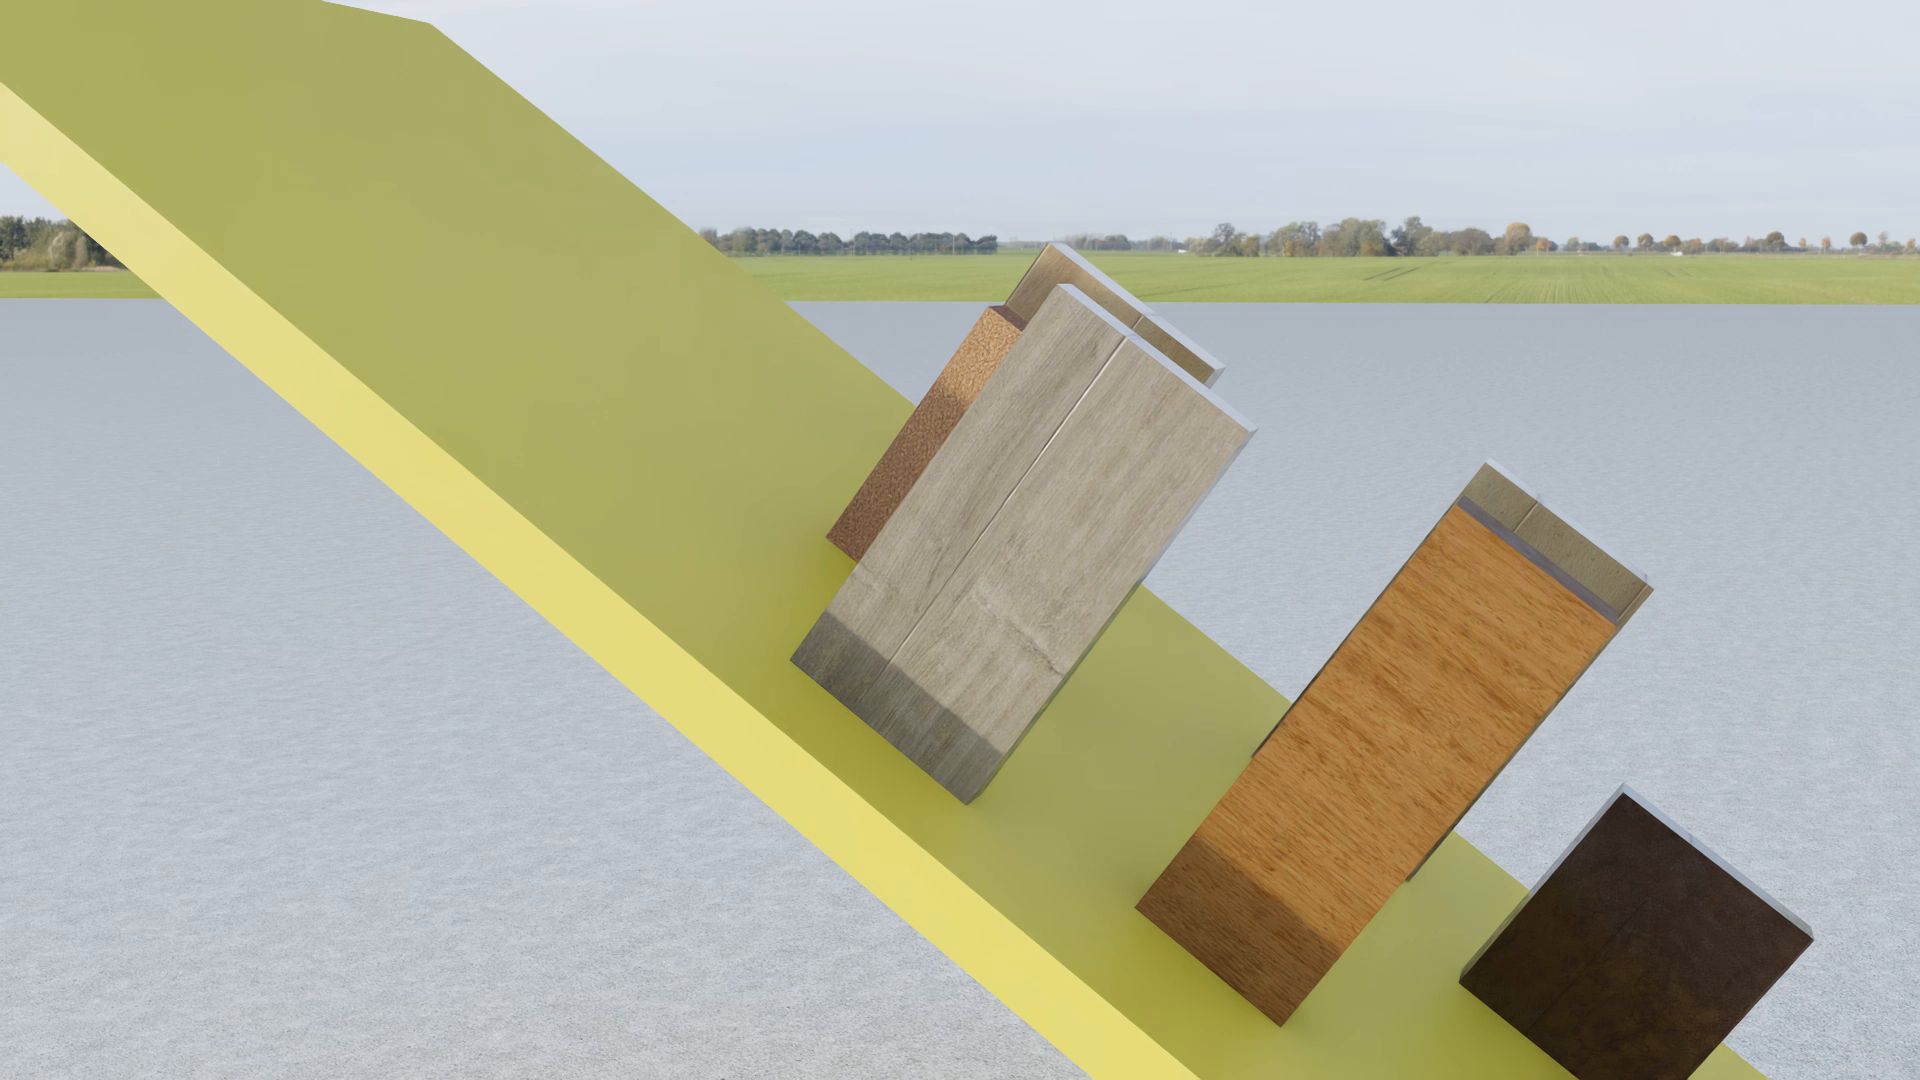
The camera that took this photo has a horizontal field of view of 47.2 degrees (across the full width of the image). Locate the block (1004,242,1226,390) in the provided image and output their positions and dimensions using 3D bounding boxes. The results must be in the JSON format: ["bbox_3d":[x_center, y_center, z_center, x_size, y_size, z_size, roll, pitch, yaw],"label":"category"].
[{"bbox_3d":[0.225,-0.288,4.714,0.444,0.534,0.136,39,16,9],"label":"block"}]

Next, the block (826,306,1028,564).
[{"bbox_3d":[0.081,-0.081,3.858,0.417,0.509,0.109,39,16,9],"label":"block"}]

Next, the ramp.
[{"bbox_3d":[-0.066,0.129,4.070,4.000,0.100,2.000,39,16,9],"label":"ramp"}]

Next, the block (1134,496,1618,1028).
[{"bbox_3d":[0.614,0.331,3.279,0.279,0.780,0.148,39,16,9],"label":"block"}]

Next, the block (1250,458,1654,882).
[{"bbox_3d":[0.954,0.254,4.291,0.390,0.741,0.130,39,16,9],"label":"block"}]

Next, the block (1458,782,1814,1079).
[{"bbox_3d":[1.197,0.739,3.915,0.402,0.460,0.082,39,16,9],"label":"block"}]

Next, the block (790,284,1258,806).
[{"bbox_3d":[0.086,0.010,3.244,0.347,0.702,0.084,39,16,9],"label":"block"}]
